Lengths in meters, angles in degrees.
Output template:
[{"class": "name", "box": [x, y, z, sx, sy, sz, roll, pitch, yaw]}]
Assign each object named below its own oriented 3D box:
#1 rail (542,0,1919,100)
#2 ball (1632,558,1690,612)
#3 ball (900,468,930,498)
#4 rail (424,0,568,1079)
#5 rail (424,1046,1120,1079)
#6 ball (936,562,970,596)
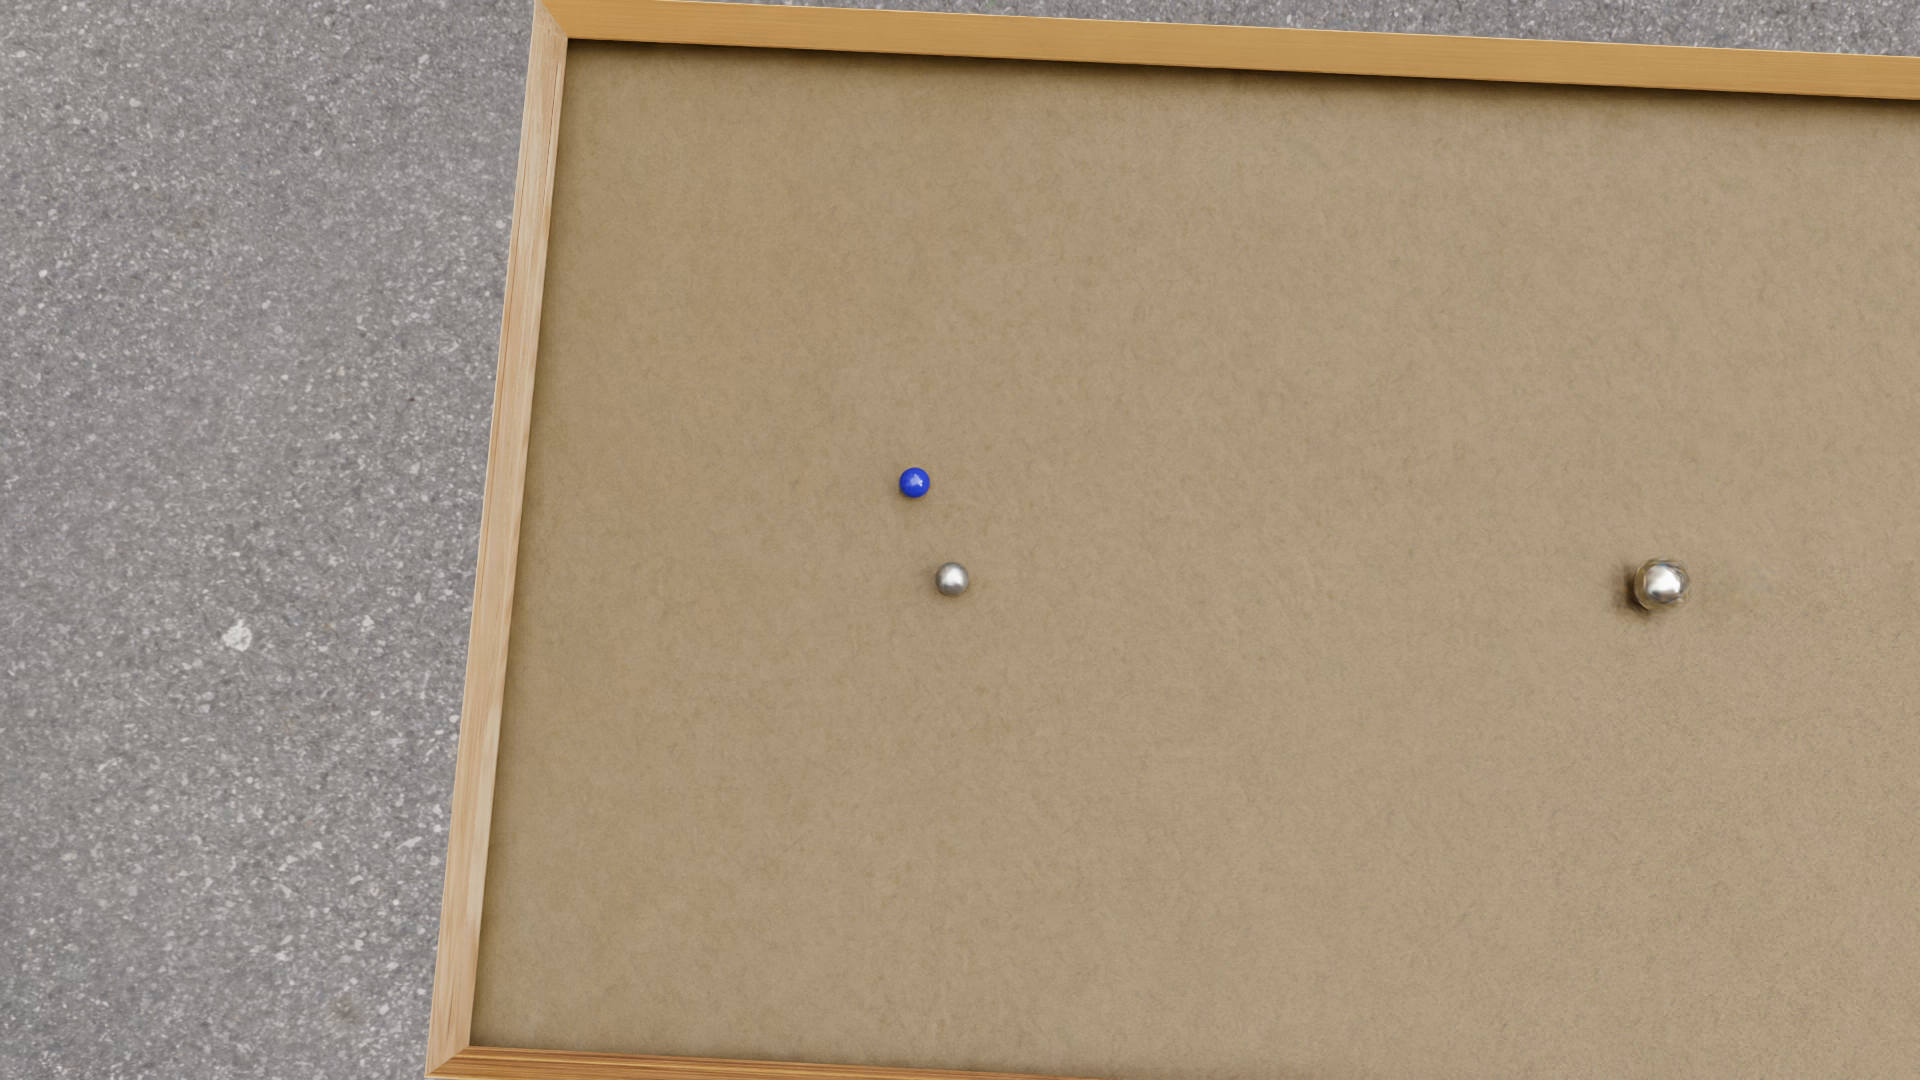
[{"class": "rail", "box": [0.747, -0.754, 3.482, 2.833, 0.108, 0.045, 3, 77, 1]}, {"class": "ball", "box": [1.053, 0.068, 3.301, 0.083, 0.083, 0.083, 0, 77, 0]}, {"class": "ball", "box": [-0.069, -0.087, 3.355, 0.048, 0.048, 0.048, 0, 77, 0]}, {"class": "rail", "box": [-0.684, -0.040, 3.312, 0.045, 0.108, 1.655, 3, 77, 1]}, {"class": "rail", "box": [0.668, 0.808, 3.111, 2.833, 0.108, 0.045, 3, 77, 1]}, {"class": "ball", "box": [-0.012, 0.059, 3.319, 0.051, 0.051, 0.051, 0, 77, 0]}]
